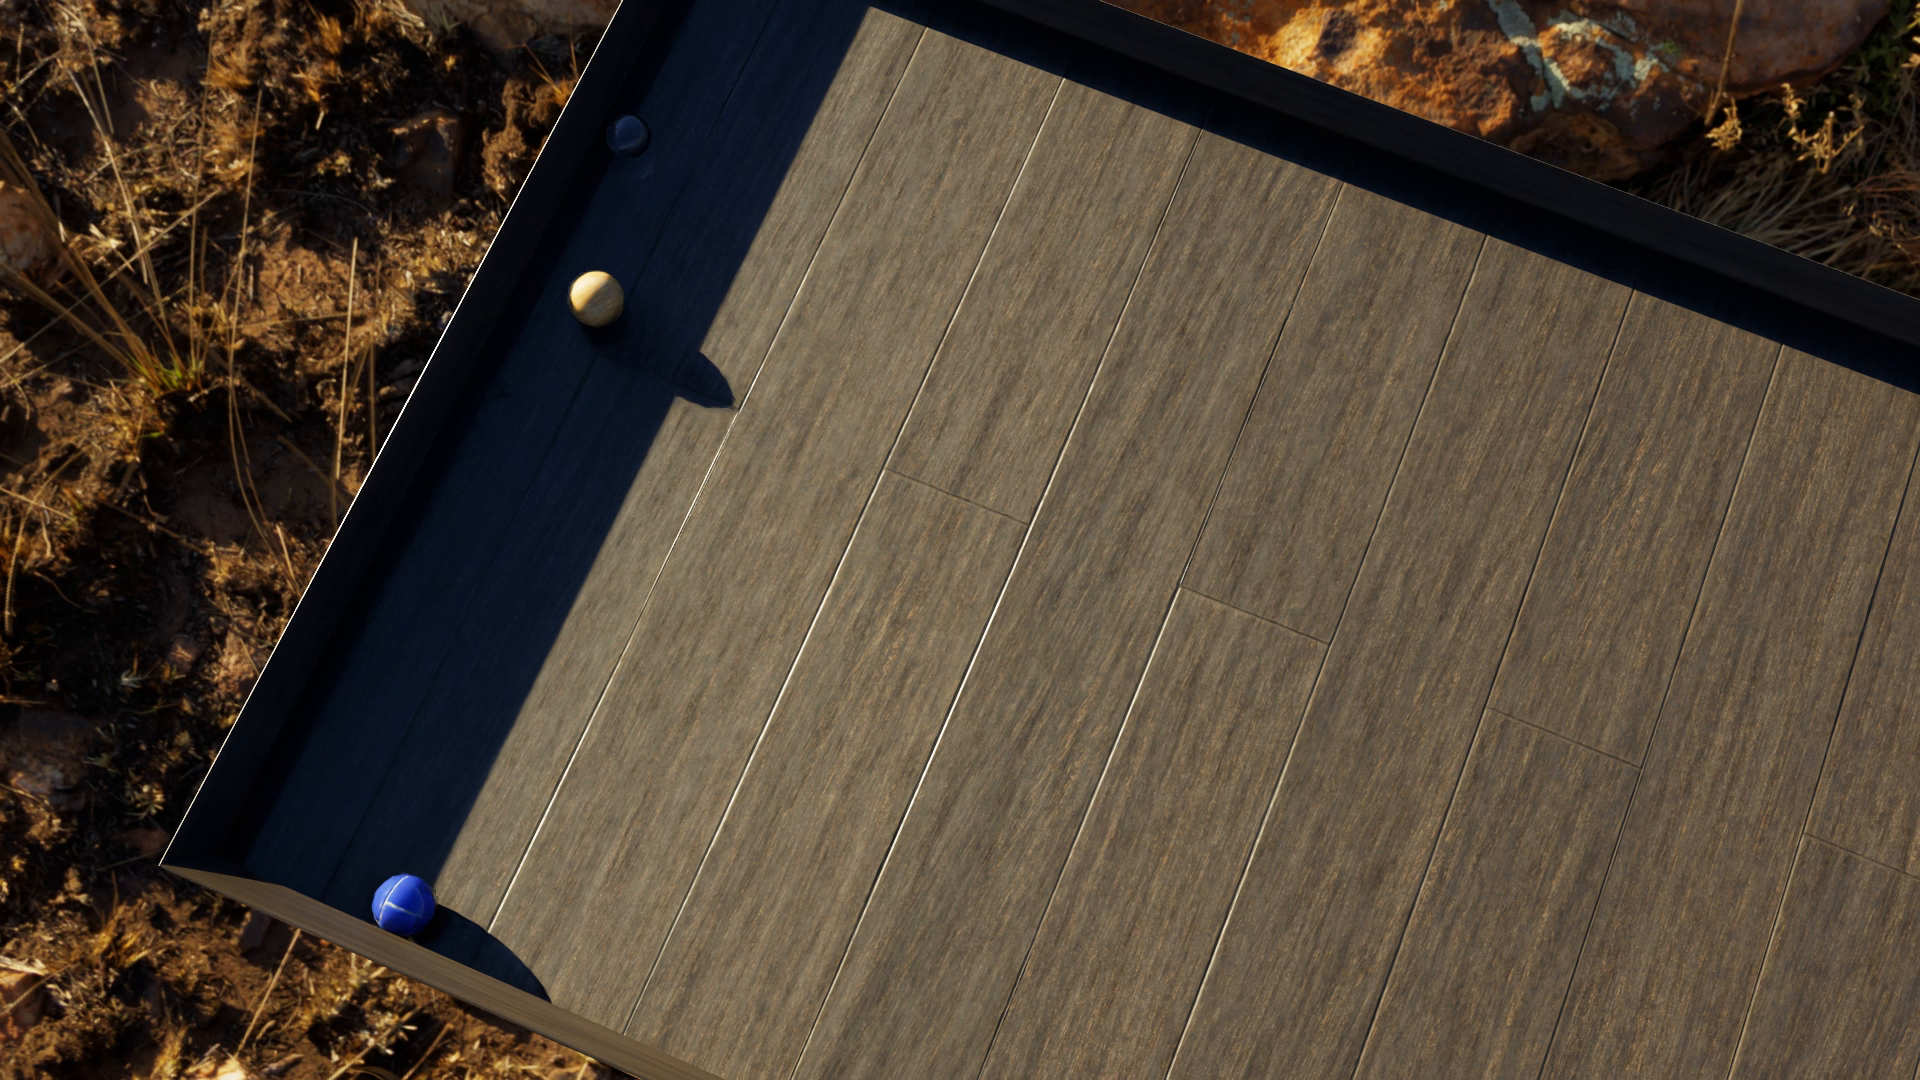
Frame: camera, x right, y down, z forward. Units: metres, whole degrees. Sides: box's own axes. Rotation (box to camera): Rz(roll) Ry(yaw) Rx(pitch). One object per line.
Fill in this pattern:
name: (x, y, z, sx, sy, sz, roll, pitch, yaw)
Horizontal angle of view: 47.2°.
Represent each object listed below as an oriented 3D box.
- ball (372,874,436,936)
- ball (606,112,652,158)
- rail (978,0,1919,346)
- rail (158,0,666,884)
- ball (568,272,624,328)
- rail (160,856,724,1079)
ball: (-0.813, 0.534, 3.217, 0.090, 0.090, 0.090, 0, 72, 0)
ball: (-0.545, -0.666, 3.616, 0.075, 0.075, 0.075, 0, 72, 0)
rail: (1.144, -0.477, 3.531, 3.449, 0.117, 0.045, 22, 73, 7)
rail: (-0.773, -0.315, 3.478, 0.045, 0.117, 1.849, 22, 73, 7)
ball: (-0.581, -0.385, 3.517, 0.089, 0.089, 0.089, 0, 72, 0)
rail: (0.445, 1.102, 3.016, 3.449, 0.117, 0.045, 22, 73, 7)
